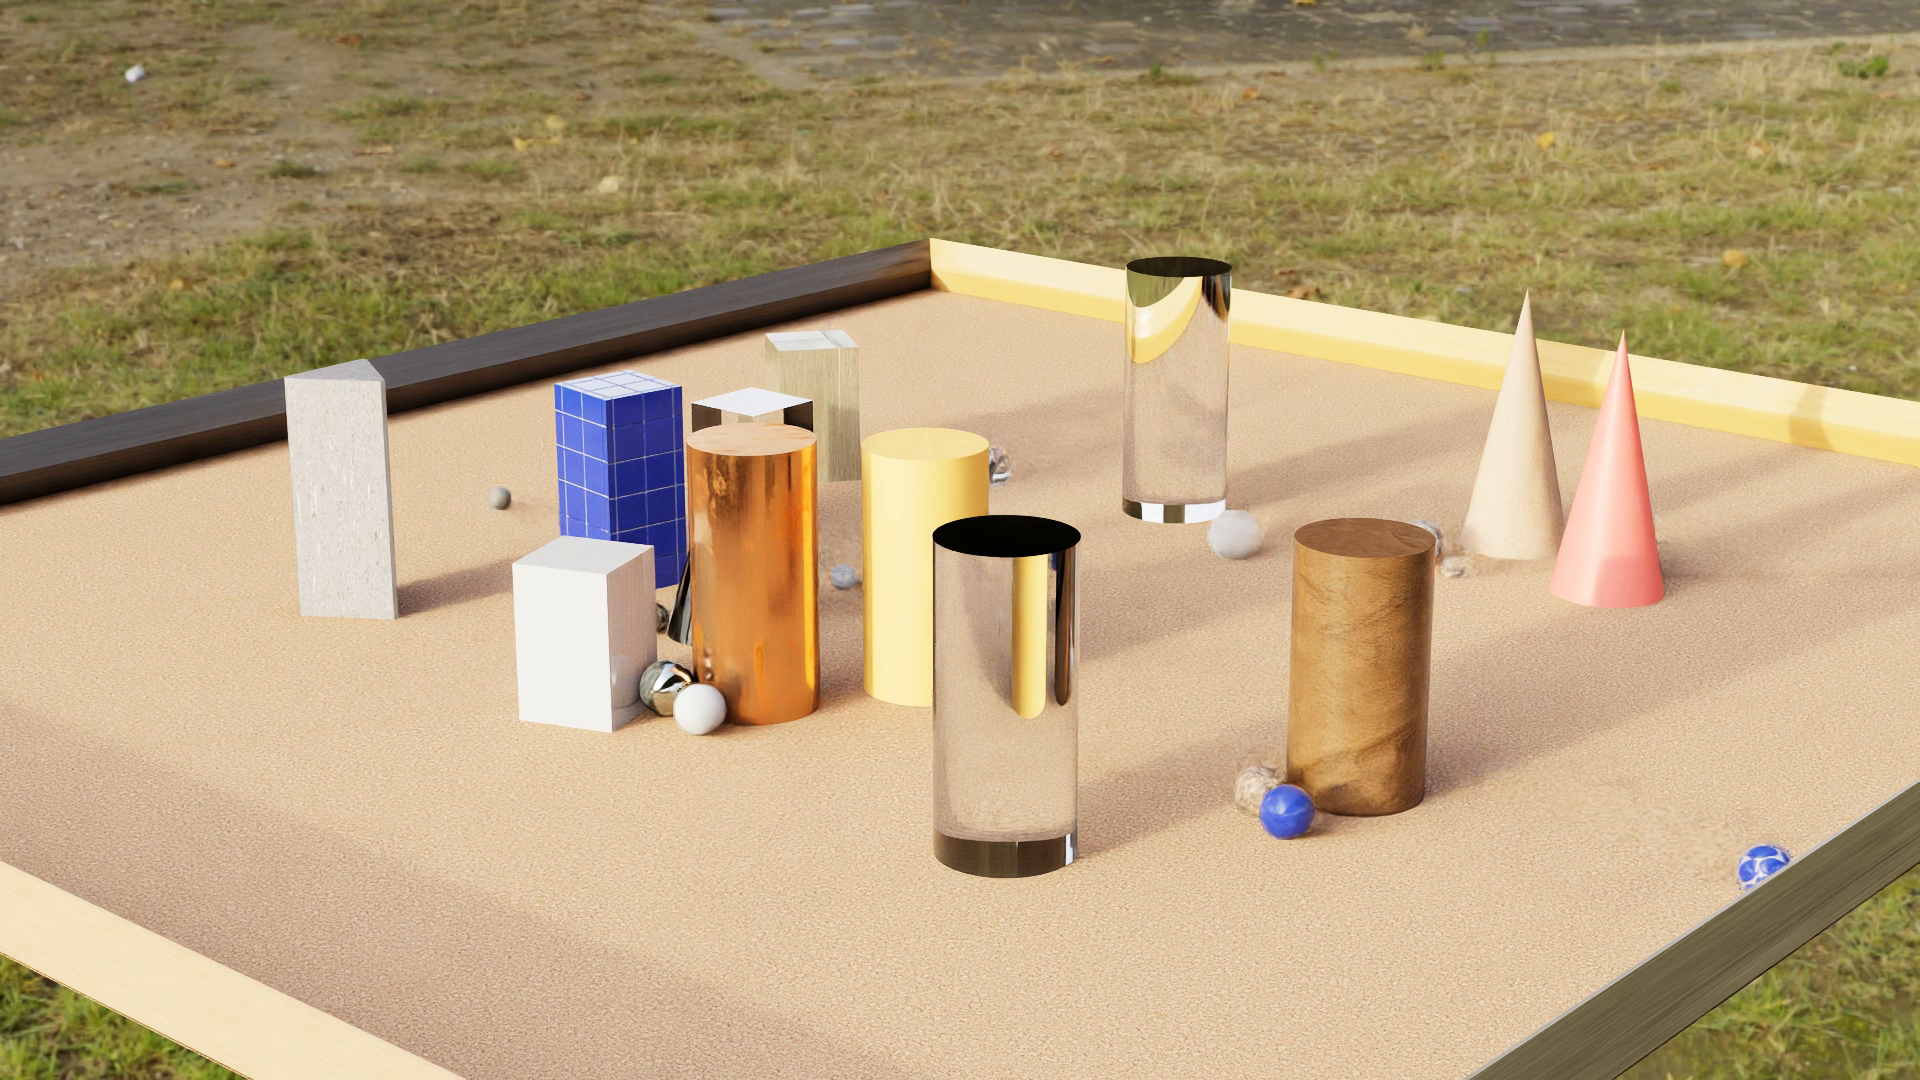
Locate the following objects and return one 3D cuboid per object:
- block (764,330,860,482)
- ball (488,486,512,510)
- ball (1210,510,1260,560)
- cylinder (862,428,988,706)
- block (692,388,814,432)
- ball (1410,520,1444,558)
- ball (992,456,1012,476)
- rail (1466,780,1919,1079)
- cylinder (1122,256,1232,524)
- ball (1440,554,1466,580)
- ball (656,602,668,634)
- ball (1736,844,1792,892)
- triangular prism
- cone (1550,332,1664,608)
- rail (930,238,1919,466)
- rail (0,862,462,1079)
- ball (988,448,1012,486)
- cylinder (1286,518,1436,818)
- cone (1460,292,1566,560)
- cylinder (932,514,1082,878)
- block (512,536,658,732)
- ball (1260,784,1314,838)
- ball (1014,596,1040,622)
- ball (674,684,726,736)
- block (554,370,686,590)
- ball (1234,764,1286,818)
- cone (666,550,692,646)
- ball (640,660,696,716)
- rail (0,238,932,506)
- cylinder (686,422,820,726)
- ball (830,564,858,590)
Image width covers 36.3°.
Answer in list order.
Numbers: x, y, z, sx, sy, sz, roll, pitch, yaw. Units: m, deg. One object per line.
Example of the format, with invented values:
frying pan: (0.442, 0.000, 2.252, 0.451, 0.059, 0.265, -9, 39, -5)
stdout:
block: (-0.295, -0.267, 5.870, 0.160, 0.272, 0.160, -4, 17, -13)
ball: (-0.885, -0.080, 5.644, 0.046, 0.046, 0.046, 0, 17, 0)
ball: (0.500, -0.010, 5.331, 0.091, 0.091, 0.091, 0, 17, 0)
cylinder: (-0.055, 0.041, 4.629, 0.200, 0.399, 0.200, 0, 17, 0)
block: (-0.387, -0.140, 5.496, 0.160, 0.246, 0.160, 14, 22, 38)
ball: (0.835, 0.003, 5.307, 0.079, 0.079, 0.079, 0, 17, 0)
ball: (0.084, -0.150, 5.880, 0.042, 0.042, 0.042, 0, 17, 0)
rail: (1.319, 0.363, 4.023, 0.045, 0.130, 3.840, 14, 22, 39)
cylinder: (0.412, -0.287, 5.586, 0.200, 0.475, 0.200, 0, 17, 0)
ball: (0.879, 0.048, 5.219, 0.045, 0.045, 0.045, 0, 17, 0)
ball: (-0.517, 0.131, 4.926, 0.055, 0.055, 0.055, 0, 17, 0)
ball: (1.064, 0.438, 3.873, 0.073, 0.073, 0.073, 0, 17, 0)
triangular prism: (-1.036, -0.090, 5.030, 0.173, 0.418, 0.150, 2, 17, 8)
cone: (1.138, -0.137, 5.094, 0.200, 0.470, 0.200, 0, 17, 0)
rail: (1.243, -0.380, 6.491, 3.542, 0.130, 0.045, 14, 22, 39)
rail: (-1.243, 0.445, 3.748, 3.542, 0.130, 0.045, 14, 22, 39)
ball: (0.065, -0.145, 5.804, 0.077, 0.077, 0.077, 0, 17, 0)
cylinder: (0.572, 0.180, 4.192, 0.200, 0.384, 0.200, 0, 17, 0)
cone: (1.026, -0.224, 5.365, 0.200, 0.481, 0.200, 0, 17, 0)
cylinder: (0.062, 0.210, 3.975, 0.200, 0.451, 0.200, 0, 17, 0)
block: (-0.578, 0.144, 4.540, 0.160, 0.253, 0.160, 6, 18, 20)
ball: (0.455, 0.377, 4.073, 0.075, 0.075, 0.075, 0, 17, 0)
ball: (0.114, 0.117, 4.994, 0.042, 0.042, 0.042, 0, 17, 0)
ball: (-0.395, 0.258, 4.464, 0.079, 0.079, 0.079, 0, 17, 0)
block: (-0.597, -0.100, 5.166, 0.160, 0.358, 0.160, -14, 22, -38)
ball: (0.425, 0.355, 4.148, 0.075, 0.075, 0.075, 0, 17, 0)
cone: (-0.396, -0.008, 4.905, 0.200, 0.334, 0.200, 0, 17, 0)
ball: (-0.453, 0.229, 4.545, 0.087, 0.087, 0.087, 0, 17, 0)
rail: (-1.319, -0.298, 6.217, 0.045, 0.130, 3.840, 14, 22, 39)
cylinder: (-0.318, 0.051, 4.541, 0.200, 0.430, 0.200, 0, 17, 0)
ball: (-0.204, 0.065, 5.157, 0.048, 0.048, 0.048, 0, 17, 0)
